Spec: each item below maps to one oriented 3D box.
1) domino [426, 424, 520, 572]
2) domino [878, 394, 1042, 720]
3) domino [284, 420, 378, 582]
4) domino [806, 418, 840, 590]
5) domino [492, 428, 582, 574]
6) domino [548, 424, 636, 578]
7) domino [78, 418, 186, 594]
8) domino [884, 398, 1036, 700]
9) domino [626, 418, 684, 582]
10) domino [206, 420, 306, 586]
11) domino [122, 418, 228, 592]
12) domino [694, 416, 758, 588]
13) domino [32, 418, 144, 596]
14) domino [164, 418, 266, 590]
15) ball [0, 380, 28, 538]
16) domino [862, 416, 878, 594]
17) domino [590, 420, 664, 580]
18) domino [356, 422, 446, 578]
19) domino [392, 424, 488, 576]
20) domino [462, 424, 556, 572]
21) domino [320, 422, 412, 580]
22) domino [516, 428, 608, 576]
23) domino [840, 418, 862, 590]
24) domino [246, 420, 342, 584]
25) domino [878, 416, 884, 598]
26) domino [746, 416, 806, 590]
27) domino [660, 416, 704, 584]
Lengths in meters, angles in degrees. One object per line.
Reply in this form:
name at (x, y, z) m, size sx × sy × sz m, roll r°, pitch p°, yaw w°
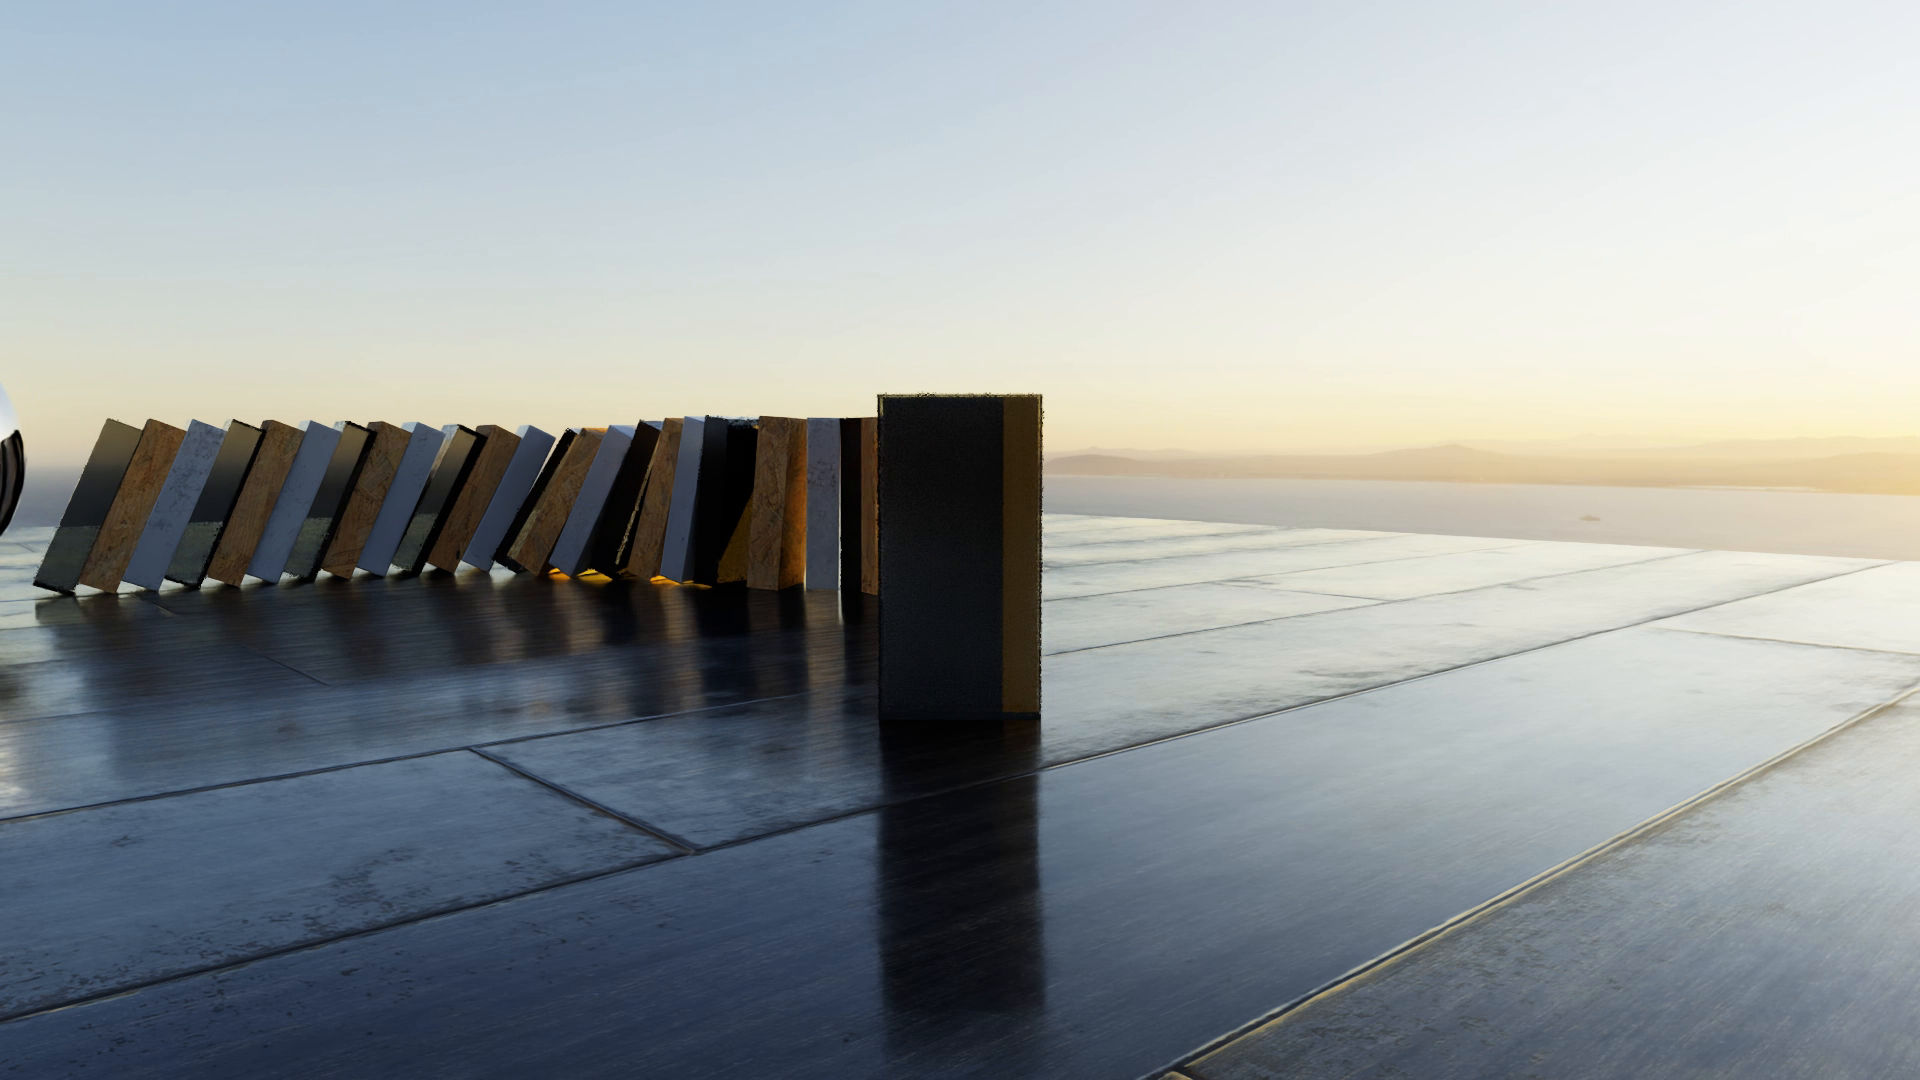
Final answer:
domino at (-0.167, -0.014, 0.433) m, size 0.009 × 0.050 × 0.025 m, roll 29°, pitch -13°, yaw -31°
domino at (0.000, 0.002, 0.201) m, size 0.025 × 0.050 × 0.009 m, roll 0°, pitch 4°, yaw 0°
domino at (-0.202, -0.013, 0.408) m, size 0.009 × 0.050 × 0.025 m, roll 25°, pitch -10°, yaw -33°
domino at (-0.040, -0.011, 0.384) m, size 0.009 × 0.050 × 0.025 m, roll 1°, pitch 4°, yaw 1°
domino at (-0.137, -0.014, 0.431) m, size 0.010 × 0.050 × 0.025 m, roll 31°, pitch 3°, yaw -3°
domino at (-0.112, -0.013, 0.415) m, size 0.009 × 0.050 × 0.025 m, roll 31°, pitch 14°, yaw 15°
domino at (-0.242, -0.011, 0.375) m, size 0.010 × 0.050 × 0.025 m, roll 24°, pitch -10°, yaw -33°
domino at (0.000, 0.001, 0.216) m, size 0.025 × 0.050 × 0.010 m, roll 0°, pitch 4°, yaw 1°
domino at (-0.088, -0.013, 0.405) m, size 0.009 × 0.050 × 0.025 m, roll 21°, pitch 12°, yaw 21°
domino at (-0.217, -0.012, 0.393) m, size 0.010 × 0.050 × 0.025 m, roll 24°, pitch -10°, yaw -33°
domino at (-0.234, -0.011, 0.381) m, size 0.010 × 0.050 × 0.025 m, roll 24°, pitch -10°, yaw -33°
domino at (-0.067, -0.012, 0.389) m, size 0.009 × 0.050 × 0.025 m, roll 11°, pitch 10°, yaw 33°
domino at (-0.251, -0.010, 0.370) m, size 0.009 × 0.050 × 0.025 m, roll 24°, pitch -10°, yaw -33°
domino at (-0.225, -0.011, 0.387) m, size 0.009 × 0.050 × 0.025 m, roll 24°, pitch -10°, yaw -33°
ball at (-0.274, -0.021, 0.309) m, size 0.080 × 0.080 × 0.080 m, roll 0°, pitch 4°, yaw 0°
domino at (-0.015, -0.010, 0.369) m, size 0.025 × 0.050 × 0.009 m, roll -2°, pitch 5°, yaw -28°
domino at (-0.100, -0.013, 0.411) m, size 0.010 × 0.050 × 0.025 m, roll 25°, pitch 12°, yaw 16°
domino at (-0.186, -0.014, 0.421) m, size 0.010 × 0.050 × 0.025 m, roll 25°, pitch -10°, yaw -32°
domino at (-0.176, -0.014, 0.427) m, size 0.010 × 0.050 × 0.025 m, roll 29°, pitch -12°, yaw -32°
domino at (-0.155, -0.015, 0.437) m, size 0.010 × 0.050 × 0.025 m, roll 28°, pitch -9°, yaw -26°
domino at (-0.194, -0.013, 0.414) m, size 0.010 × 0.050 × 0.025 m, roll 25°, pitch -10°, yaw -33°
domino at (-0.124, -0.013, 0.421) m, size 0.009 × 0.050 × 0.025 m, roll 33°, pitch 12°, yaw 12°
domino at (-0.024, -0.011, 0.382) m, size 0.009 × 0.050 × 0.025 m, roll 3°, pitch 5°, yaw 31°
domino at (-0.209, -0.012, 0.400) m, size 0.010 × 0.050 × 0.025 m, roll 25°, pitch -10°, yaw -33°
domino at (-0.009, -0.009, 0.355) m, size 0.025 × 0.050 × 0.009 m, roll -1°, pitch 5°, yaw -18°
domino at (-0.053, -0.012, 0.383) m, size 0.009 × 0.050 × 0.025 m, roll 6°, pitch 5°, yaw 11°
domino at (-0.077, -0.013, 0.397) m, size 0.010 × 0.050 × 0.025 m, roll 19°, pitch 14°, yaw 32°
